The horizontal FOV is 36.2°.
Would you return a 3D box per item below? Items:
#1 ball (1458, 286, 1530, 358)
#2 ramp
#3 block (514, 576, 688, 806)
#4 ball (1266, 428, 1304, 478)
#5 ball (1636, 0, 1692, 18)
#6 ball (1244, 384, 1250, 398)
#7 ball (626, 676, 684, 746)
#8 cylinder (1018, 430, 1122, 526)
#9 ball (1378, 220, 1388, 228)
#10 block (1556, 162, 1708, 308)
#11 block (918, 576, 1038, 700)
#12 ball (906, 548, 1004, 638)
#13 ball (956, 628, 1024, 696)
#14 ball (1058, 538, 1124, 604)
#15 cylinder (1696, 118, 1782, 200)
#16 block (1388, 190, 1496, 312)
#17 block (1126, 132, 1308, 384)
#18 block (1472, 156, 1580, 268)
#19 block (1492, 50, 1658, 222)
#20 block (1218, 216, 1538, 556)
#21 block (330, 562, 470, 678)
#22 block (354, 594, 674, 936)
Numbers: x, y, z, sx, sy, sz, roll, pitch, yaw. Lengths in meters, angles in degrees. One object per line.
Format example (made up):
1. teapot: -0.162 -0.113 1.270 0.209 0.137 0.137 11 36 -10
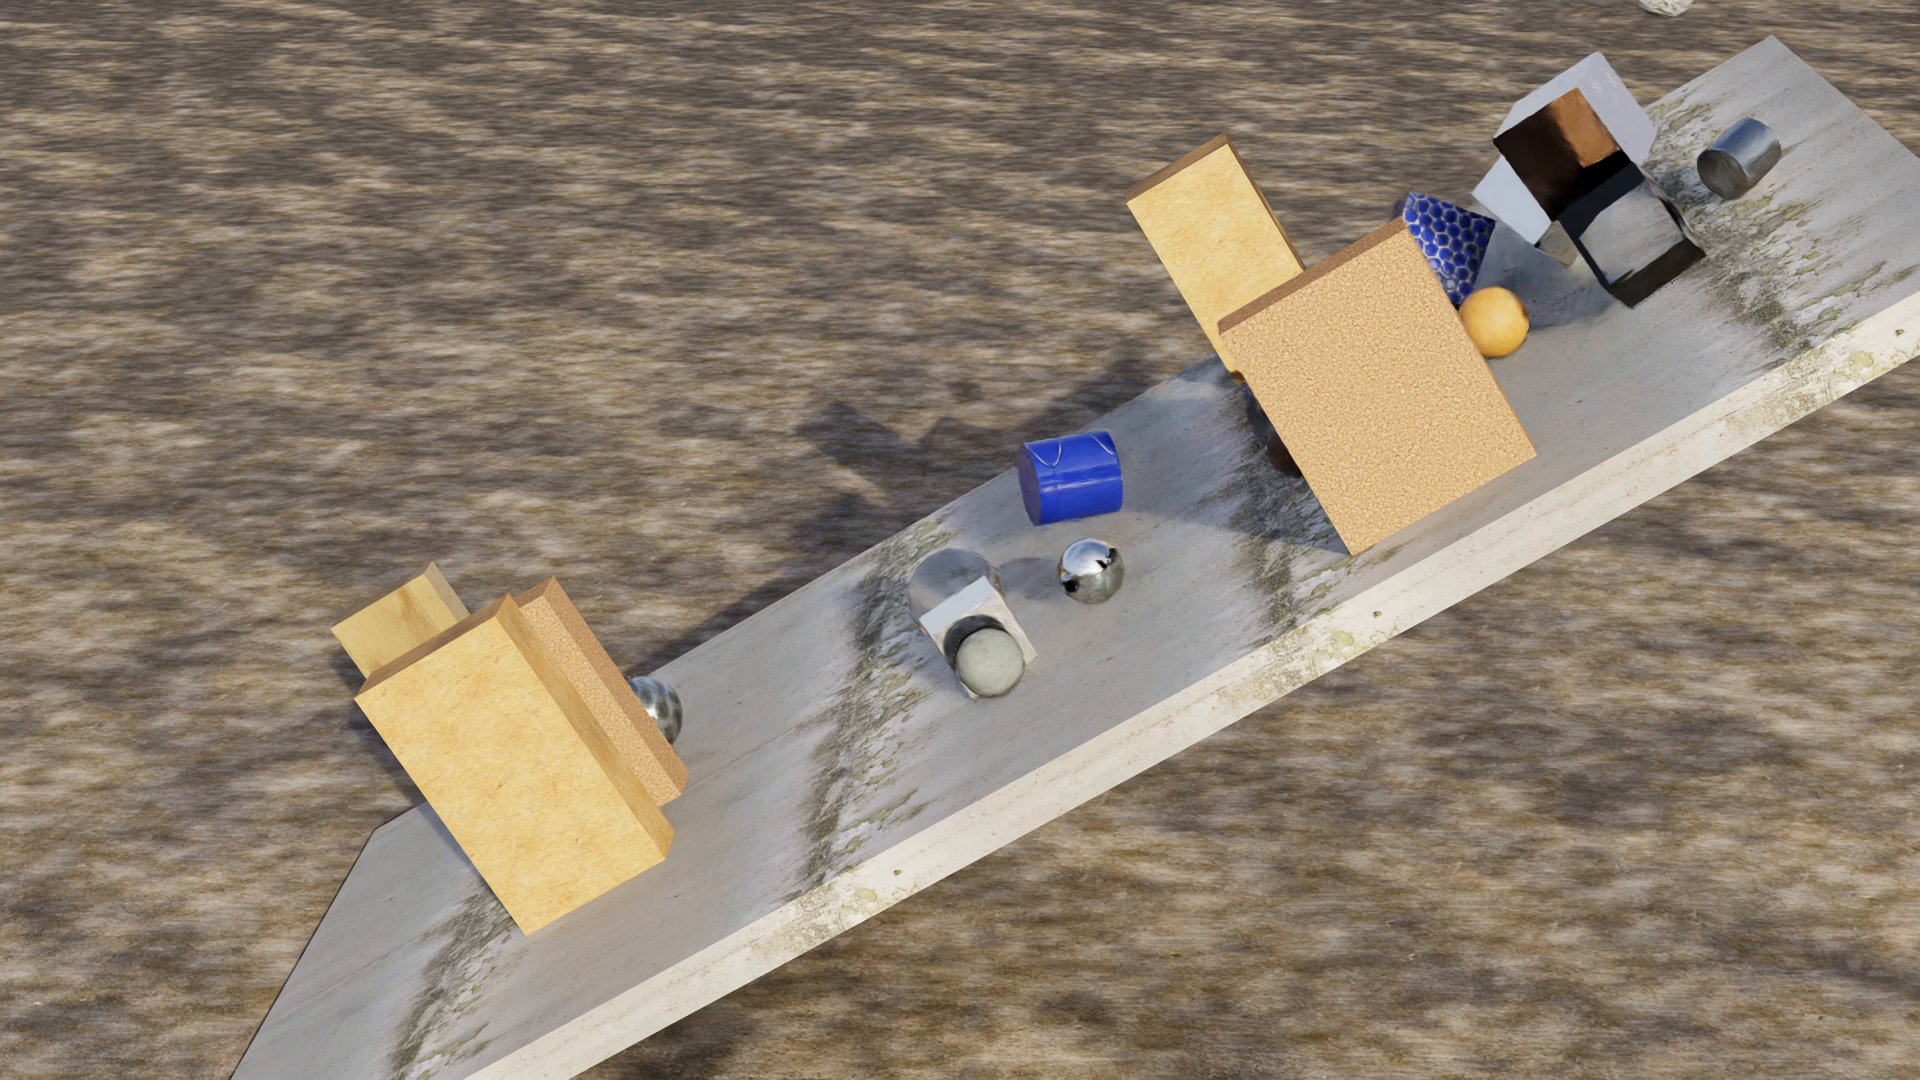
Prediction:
1. ball: 1.057 -0.432 5.836 0.143 0.143 0.143 0 19 0
2. ramp: 0.141 0.169 6.289 4.000 0.100 2.000 -29 15 13
3. block: -0.875 0.389 6.430 0.304 0.538 0.121 -29 15 13
4. ball: 0.673 -0.185 5.885 0.120 0.120 0.120 0 19 0
5. ball: 1.357 -1.063 5.659 0.118 0.118 0.118 0 19 0
6. ball: 0.672 -0.308 6.264 0.130 0.130 0.130 0 19 0
7. ball: -0.719 0.401 6.674 0.183 0.183 0.183 0 19 0
8. cylinder: 0.234 -0.133 6.270 0.180 0.180 0.180 -10 21 -11
9. ball: 1.004 -0.663 6.687 0.142 0.142 0.142 0 19 0
10. block: 1.257 -0.569 5.500 0.172 0.172 0.172 -36 -24 19
11. block: 0.036 0.195 5.914 0.158 0.158 0.158 -33 15 -2
12. ball: -0.009 0.118 6.161 0.205 0.205 0.205 0 19 0
13. ball: 0.059 0.240 5.768 0.135 0.135 0.135 0 19 0
14. ball: 0.263 0.062 5.915 0.135 0.135 0.135 0 19 0
15. cylinder: 1.563 -0.764 5.900 0.118 0.118 0.118 -40 38 -25
16. block: 0.989 -0.601 6.187 0.190 0.190 0.190 19 -2 0
17. block: 0.620 -0.642 6.714 0.261 0.498 0.141 -29 15 13
18. block: 1.214 -0.711 6.063 0.187 0.187 0.187 47 17 32
19. block: 1.177 -0.773 5.625 0.199 0.199 0.199 -32 12 36
20. block: 0.750 -0.274 5.297 0.377 0.483 0.100 -29 15 13
21. block: -1.173 0.383 6.886 0.266 0.631 0.089 -29 15 13
22. block: -0.918 0.469 6.099 0.353 0.623 0.134 -29 15 13
